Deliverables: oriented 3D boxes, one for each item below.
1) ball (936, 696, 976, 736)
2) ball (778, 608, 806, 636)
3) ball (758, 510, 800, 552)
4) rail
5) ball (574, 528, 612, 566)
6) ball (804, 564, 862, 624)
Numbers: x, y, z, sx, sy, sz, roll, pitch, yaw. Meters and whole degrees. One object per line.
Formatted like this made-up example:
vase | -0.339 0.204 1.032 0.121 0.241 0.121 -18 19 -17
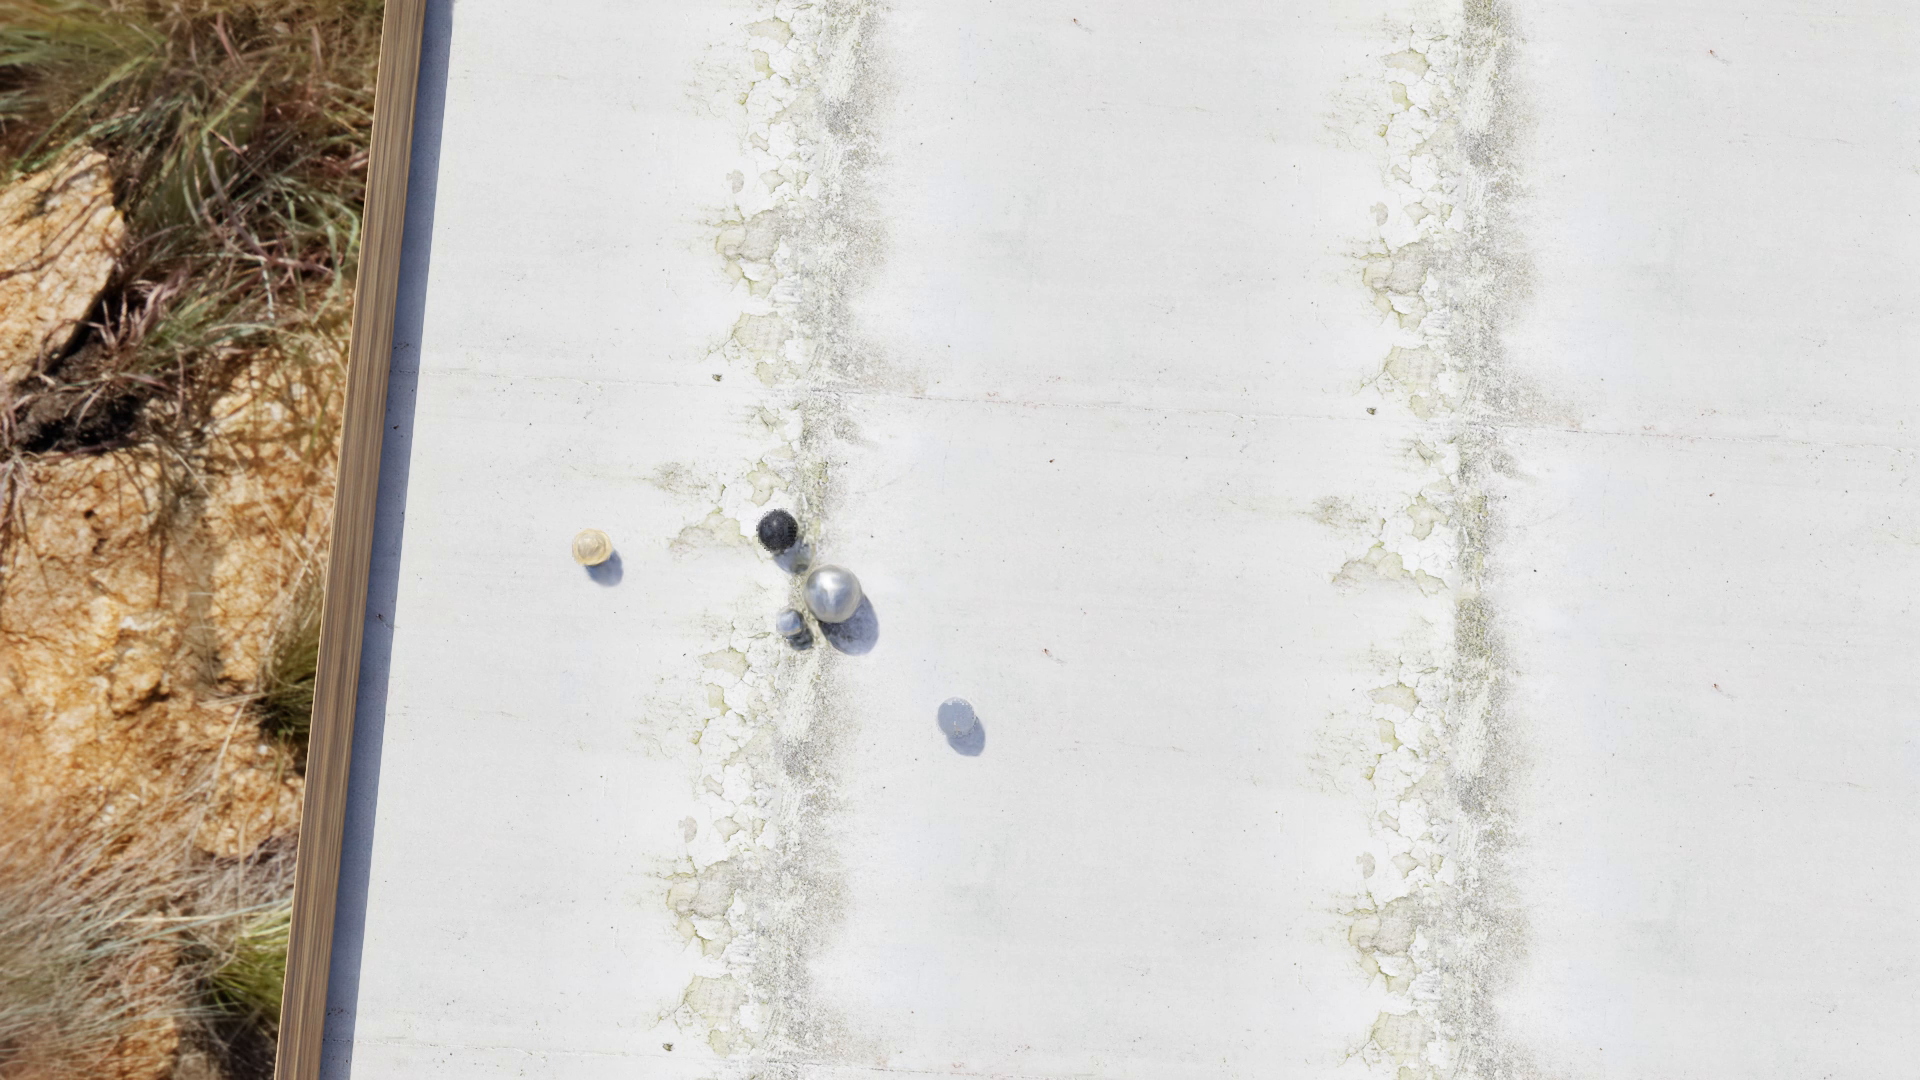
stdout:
ball | -0.006 0.260 3.244 0.058 0.058 0.058 0 80 0
ball | -0.251 0.122 3.276 0.042 0.042 0.042 0 80 0
ball | -0.271 -0.014 3.290 0.061 0.061 0.061 0 80 0
rail | -0.891 -0.051 3.268 0.045 0.114 2.082 3 80 1
ball | -0.549 0.011 3.287 0.057 0.057 0.057 0 80 0
ball | -0.188 0.079 3.260 0.088 0.088 0.088 0 80 0
